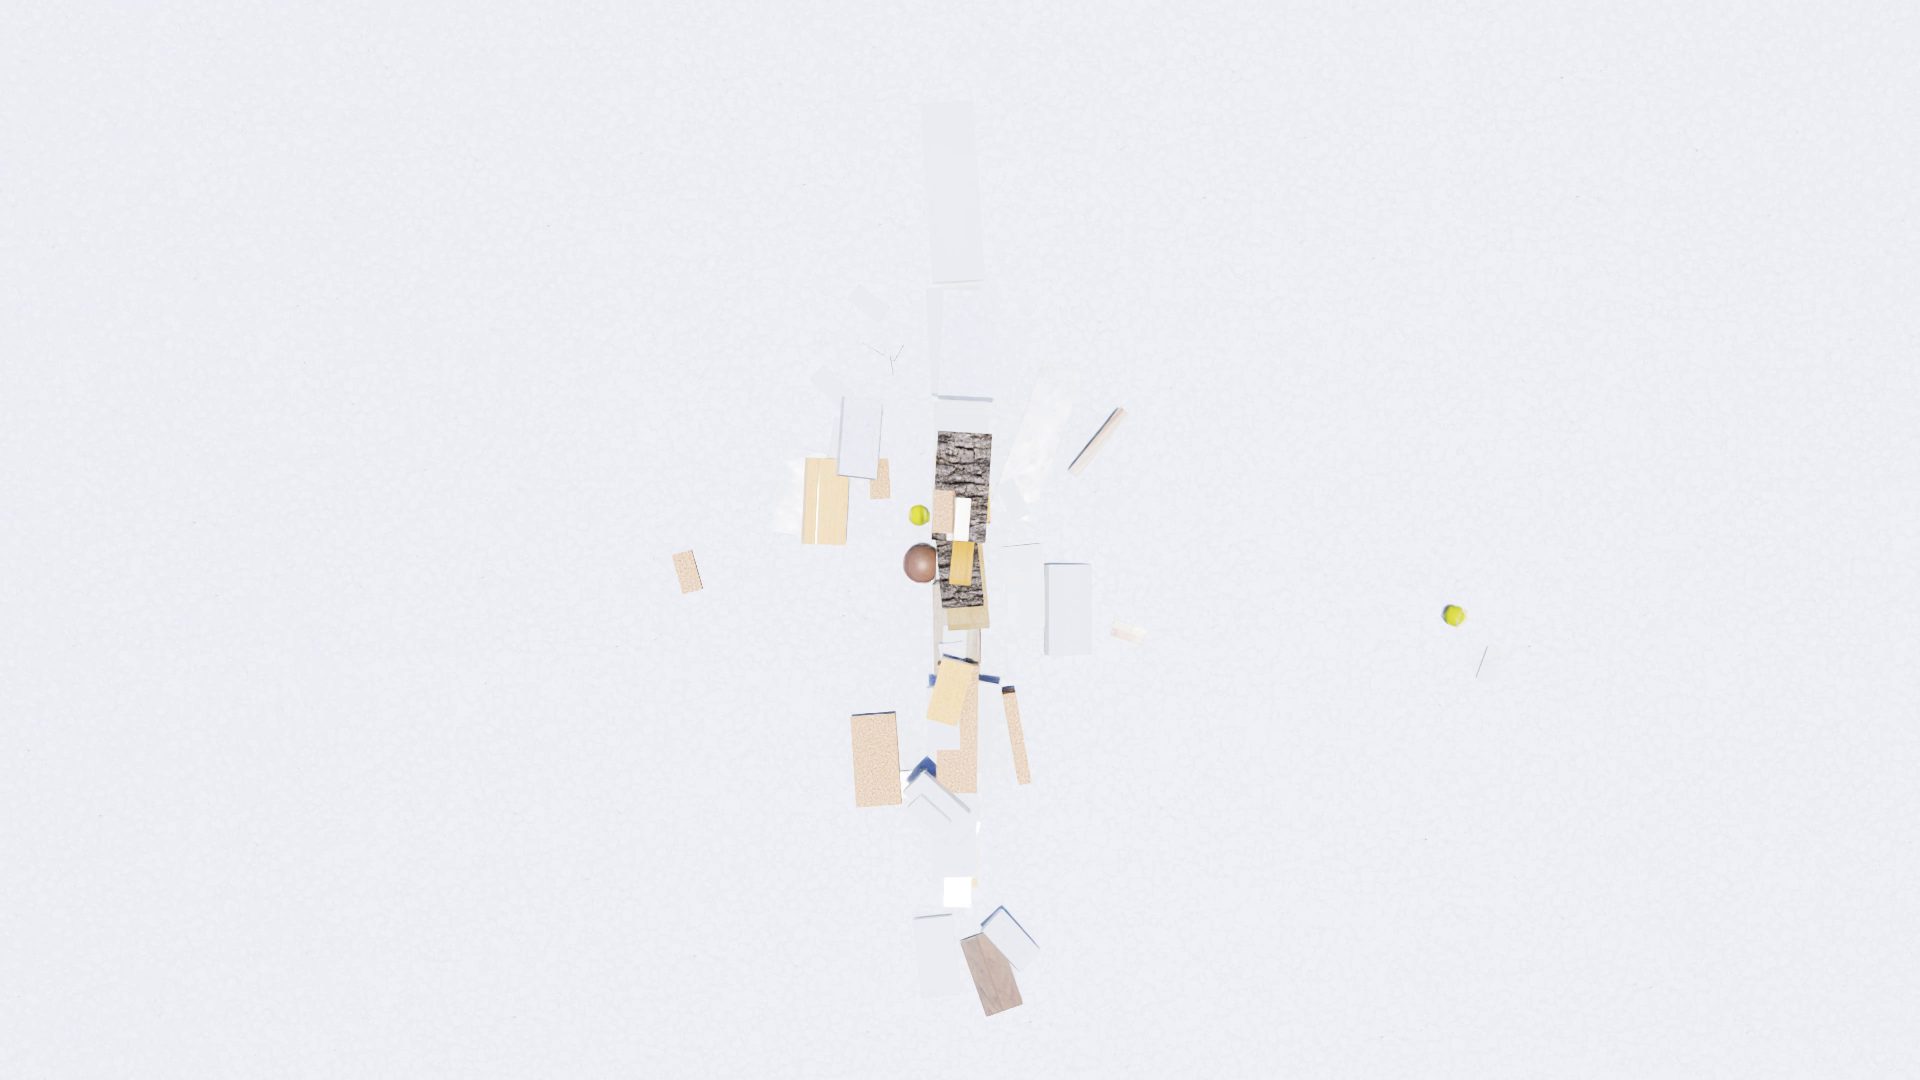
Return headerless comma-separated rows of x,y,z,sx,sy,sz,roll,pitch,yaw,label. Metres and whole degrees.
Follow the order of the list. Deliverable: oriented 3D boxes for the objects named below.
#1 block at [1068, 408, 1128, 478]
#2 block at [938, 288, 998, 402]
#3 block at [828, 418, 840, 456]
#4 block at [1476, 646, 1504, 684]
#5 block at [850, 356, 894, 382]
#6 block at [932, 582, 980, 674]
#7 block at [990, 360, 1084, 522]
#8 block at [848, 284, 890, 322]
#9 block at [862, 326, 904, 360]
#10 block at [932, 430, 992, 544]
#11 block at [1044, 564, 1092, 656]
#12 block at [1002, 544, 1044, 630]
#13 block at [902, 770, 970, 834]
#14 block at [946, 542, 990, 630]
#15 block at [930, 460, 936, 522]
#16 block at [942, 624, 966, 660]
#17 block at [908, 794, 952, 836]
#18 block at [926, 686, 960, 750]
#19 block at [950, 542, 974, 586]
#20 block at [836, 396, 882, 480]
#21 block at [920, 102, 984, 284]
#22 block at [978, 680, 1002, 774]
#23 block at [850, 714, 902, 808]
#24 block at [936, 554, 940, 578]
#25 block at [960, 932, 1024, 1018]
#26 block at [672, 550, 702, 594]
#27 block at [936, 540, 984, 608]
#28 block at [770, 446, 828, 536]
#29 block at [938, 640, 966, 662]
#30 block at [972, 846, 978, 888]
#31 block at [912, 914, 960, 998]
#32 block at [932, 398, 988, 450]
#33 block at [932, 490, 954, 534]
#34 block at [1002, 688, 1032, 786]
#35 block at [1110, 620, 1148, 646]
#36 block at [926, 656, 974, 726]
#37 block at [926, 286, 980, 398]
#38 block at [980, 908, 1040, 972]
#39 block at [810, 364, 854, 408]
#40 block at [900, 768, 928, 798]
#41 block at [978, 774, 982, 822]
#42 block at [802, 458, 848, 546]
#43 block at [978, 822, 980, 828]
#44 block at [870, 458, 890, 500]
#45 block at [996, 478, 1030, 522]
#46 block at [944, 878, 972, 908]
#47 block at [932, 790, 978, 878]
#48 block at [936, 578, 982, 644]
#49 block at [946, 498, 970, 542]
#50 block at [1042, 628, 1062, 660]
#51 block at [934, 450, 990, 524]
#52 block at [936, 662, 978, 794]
0.455,-0.321,5.435,0.037,0.131,0.262,39,90,0,block
0.027,-0.612,5.187,0.173,0.049,0.347,3,79,1,block
-0.396,-0.340,5.491,0.064,0.018,0.128,9,90,0,block
1.763,0.416,5.492,0.056,0.016,0.112,21,90,0,block
-0.294,-0.570,5.481,0.136,0.019,0.068,-8,97,5,block
-0.012,0.285,5.327,0.148,0.042,0.297,-1,100,0,block
0.254,-0.328,5.480,0.142,0.040,0.518,20,90,0,block
-0.305,-0.788,5.491,0.128,0.018,0.064,37,90,0,block
-0.258,-0.655,5.491,0.128,0.018,0.064,30,90,0,block
0.005,-0.167,5.185,0.171,0.048,0.342,4,95,-1,block
0.358,0.231,5.459,0.149,0.042,0.299,0,90,-16,block
0.216,0.155,5.481,0.131,0.037,0.276,-6,90,0,block
-0.075,0.841,5.302,0.203,0.029,0.101,43,107,-7,block
0.014,0.107,5.254,0.131,0.037,0.391,-3,57,-3,block
-0.025,-0.186,5.320,0.131,0.037,0.261,3,87,-1,block
-0.018,0.348,5.305,0.076,0.022,0.152,2,100,0,block
-0.098,0.880,5.291,0.134,0.019,0.067,43,107,-7,block
-0.053,0.567,5.255,0.101,0.029,0.203,-2,99,2,block
0.009,0.045,5.202,0.067,0.019,0.227,3,51,3,block
-0.333,-0.337,5.446,0.131,0.037,0.262,6,84,-22,block
-0.024,-1.151,5.475,0.173,0.049,0.589,-4,90,0,block
0.036,0.601,5.349,0.146,0.041,0.292,10,92,0,block
-0.278,0.729,5.460,0.149,0.042,0.299,-4,83,0,block
-0.007,0.165,5.406,0.149,0.042,0.297,2,118,-1,block
0.105,1.436,5.482,0.131,0.037,0.261,-19,90,0,block
-0.907,0.107,5.490,0.068,0.019,0.136,-16,90,0,block
-0.002,0.092,5.219,0.131,0.037,0.261,-4,57,-3,block
-0.534,-0.159,5.480,0.142,0.040,0.284,10,90,0,block
-0.020,0.403,5.292,0.076,0.022,0.152,-7,98,3,block
0.009,1.056,5.486,0.098,0.028,0.195,0,90,0,block
-0.078,1.383,5.482,0.131,0.037,0.261,-6,90,0,block
-0.003,-0.496,5.265,0.171,0.048,0.436,-3,79,0,block
-0.051,-0.089,5.144,0.067,0.019,0.133,2,94,22,block
0.186,0.645,5.425,0.042,0.149,0.299,-10,90,0,block
0.563,0.309,5.492,0.112,0.016,0.056,19,90,0,block
-0.033,0.478,5.212,0.101,0.029,0.202,15,99,-1,block
-0.013,-0.631,5.241,0.173,0.049,0.347,-3,79,0,block
0.167,1.326,5.459,0.098,0.028,0.195,-44,98,-18,block
-0.426,-0.510,5.490,0.142,0.019,0.068,43,90,0,block
-0.192,0.814,5.488,0.175,0.025,0.087,-5,90,0,block
0.004,0.718,5.394,0.146,0.041,0.404,3,92,0,block
-0.444,-0.127,5.447,0.142,0.040,0.284,2,93,-22,block
-0.008,1.016,5.456,0.098,0.028,0.195,16,88,1,block
-0.269,-0.204,5.491,0.067,0.019,0.133,-3,90,0,block
0.174,-0.132,5.450,0.067,0.019,0.133,-25,90,0,block
-0.002,1.004,5.430,0.087,0.025,0.402,2,88,0,block
-0.017,0.953,5.366,0.146,0.041,0.292,1,101,0,block
-0.005,0.268,5.412,0.148,0.042,0.297,0,118,0,block
-0.004,-0.065,5.159,0.067,0.019,0.134,4,95,-1,block
0.320,0.337,5.492,0.056,0.016,0.112,-20,90,0,block
0.007,-0.223,5.270,0.171,0.048,0.342,-1,81,-2,block
-0.009,0.604,5.293,0.131,0.037,0.420,1,99,1,block
